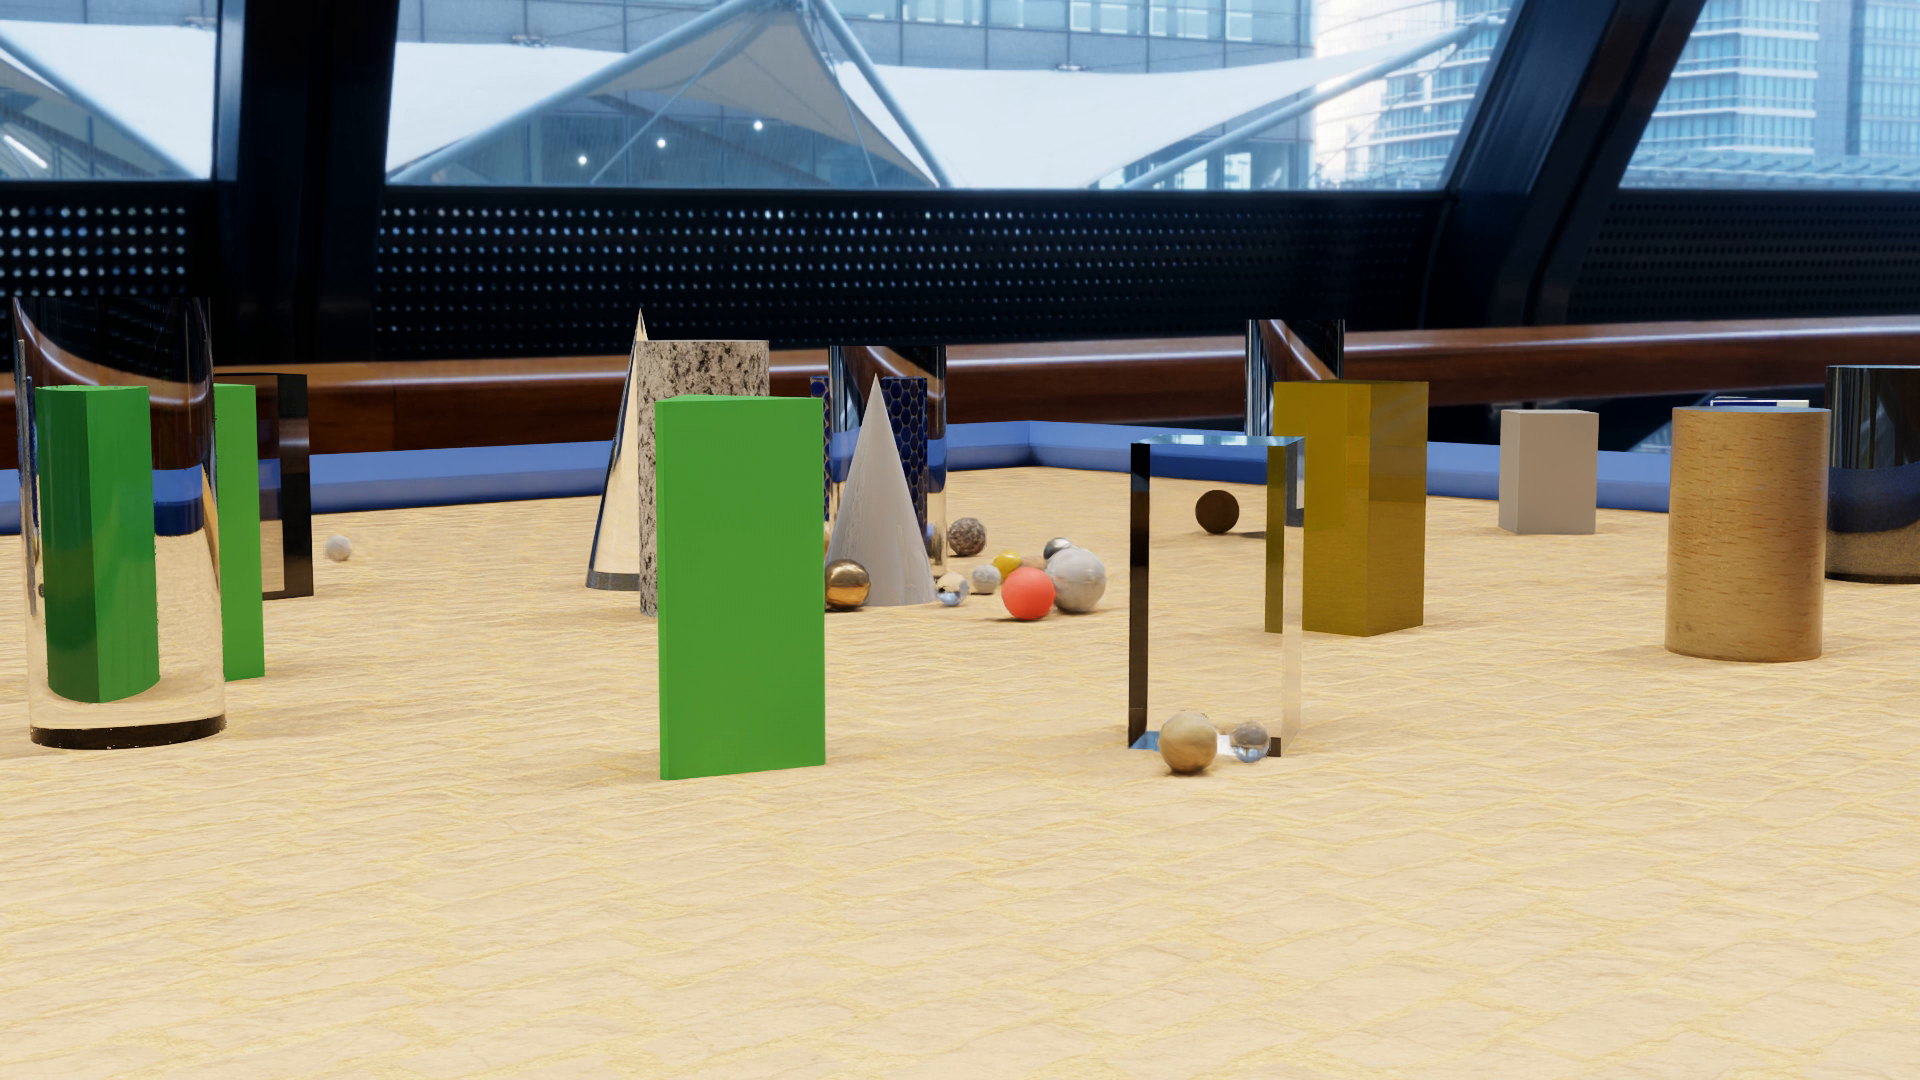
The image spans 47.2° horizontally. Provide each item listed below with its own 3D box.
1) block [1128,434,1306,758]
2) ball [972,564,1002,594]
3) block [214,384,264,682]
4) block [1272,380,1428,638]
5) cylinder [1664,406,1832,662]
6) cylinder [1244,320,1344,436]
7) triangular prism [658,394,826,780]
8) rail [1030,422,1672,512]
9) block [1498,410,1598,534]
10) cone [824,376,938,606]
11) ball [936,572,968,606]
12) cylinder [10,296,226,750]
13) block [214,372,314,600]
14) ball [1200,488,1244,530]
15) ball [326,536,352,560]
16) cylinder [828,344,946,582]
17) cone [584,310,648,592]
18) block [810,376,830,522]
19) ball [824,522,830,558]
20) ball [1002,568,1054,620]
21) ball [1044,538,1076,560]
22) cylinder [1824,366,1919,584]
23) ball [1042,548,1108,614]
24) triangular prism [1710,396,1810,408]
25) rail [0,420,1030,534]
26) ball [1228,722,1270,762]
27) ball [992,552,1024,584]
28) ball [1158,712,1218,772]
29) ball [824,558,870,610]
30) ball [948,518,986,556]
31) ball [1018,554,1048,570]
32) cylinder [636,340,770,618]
[{"bbox_3d":[0.266,0.052,2.271,0.155,0.311,0.155,2,6,16],"label":"block"},{"bbox_3d":[0.041,0.061,3.448,0.047,0.047,0.047,0,6,0],"label":"ball"},{"bbox_3d":[-0.954,-0.009,2.651,0.155,0.353,0.155,6,8,43],"label":"block"},{"bbox_3d":[0.545,-0.050,3.082,0.155,0.344,0.155,5,8,41],"label":"block"},{"bbox_3d":[1.022,-0.012,2.857,0.193,0.316,0.193,0,6,0],"label":"cylinder"},{"bbox_3d":[0.662,-0.225,4.366,0.193,0.424,0.193,0,6,0],"label":"cylinder"},{"bbox_3d":[-0.239,0.039,2.168,0.168,0.359,0.145,-3,7,-27],"label":"triangular prism"},{"bbox_3d":[1.572,-0.119,4.774,0.045,0.126,4.098,-6,8,-42],"label":"rail"},{"bbox_3d":[1.182,-0.138,4.424,0.155,0.240,0.155,0,6,0],"label":"block"},{"bbox_3d":[-0.129,-0.083,3.380,0.193,0.348,0.193,0,6,0],"label":"cone"},{"bbox_3d":[-0.012,0.074,3.313,0.050,0.050,0.050,0,6,0],"label":"ball"},{"bbox_3d":[-0.878,-0.024,2.300,0.193,0.457,0.193,0,6,0],"label":"cylinder"},{"bbox_3d":[-1.116,-0.084,3.409,0.155,0.344,0.155,-6,8,-44],"label":"block"},{"bbox_3d":[0.527,-0.062,4.428,0.088,0.088,0.088,0,6,0],"label":"ball"},{"bbox_3d":[-1.102,0.014,3.900,0.046,0.046,0.046,0,6,0],"label":"ball"},{"bbox_3d":[-0.118,-0.126,3.609,0.193,0.386,0.193,0,6,0],"label":"cylinder"},{"bbox_3d":[-0.513,-0.151,3.553,0.193,0.447,0.193,0,6,0],"label":"cone"},{"bbox_3d":[-0.197,-0.141,4.058,0.155,0.321,0.155,0,6,-5],"label":"block"},{"bbox_3d":[-0.242,0.005,3.840,0.077,0.077,0.077,0,6,0],"label":"ball"},{"bbox_3d":[0.098,0.077,3.155,0.077,0.077,0.077,0,6,0],"label":"ball"},{"bbox_3d":[0.171,0.024,3.747,0.058,0.058,0.058,0,6,0],"label":"ball"},{"bbox_3d":[1.531,-0.112,3.644,0.193,0.350,0.193,0,6,0],"label":"cylinder"},{"bbox_3d":[0.167,0.059,3.227,0.097,0.097,0.097,0,6,0],"label":"ball"},{"bbox_3d":[1.283,-0.085,3.633,0.168,0.299,0.145,-1,6,-5],"label":"triangular prism"},{"bbox_3d":[-1.374,-0.123,4.813,4.325,0.126,0.045,-6,8,-42],"label":"rail"},{"bbox_3d":[0.285,0.199,2.165,0.040,0.040,0.040,0,6,0],"label":"ball"},{"bbox_3d":[0.079,0.046,3.554,0.055,0.055,0.055,0,6,0],"label":"ball"},{"bbox_3d":[0.220,0.195,2.118,0.058,0.058,0.058,0,6,0],"label":"ball"},{"bbox_3d":[-0.171,0.066,3.259,0.077,0.077,0.077,0,6,0],"label":"ball"},{"bbox_3d":[0.013,-0.006,3.975,0.070,0.070,0.070,0,6,0],"label":"ball"},{"bbox_3d":[0.119,0.051,3.514,0.054,0.054,0.054,0,6,0],"label":"ball"},{"bbox_3d":[-0.376,-0.093,3.235,0.193,0.398,0.193,0,6,0],"label":"cylinder"}]
